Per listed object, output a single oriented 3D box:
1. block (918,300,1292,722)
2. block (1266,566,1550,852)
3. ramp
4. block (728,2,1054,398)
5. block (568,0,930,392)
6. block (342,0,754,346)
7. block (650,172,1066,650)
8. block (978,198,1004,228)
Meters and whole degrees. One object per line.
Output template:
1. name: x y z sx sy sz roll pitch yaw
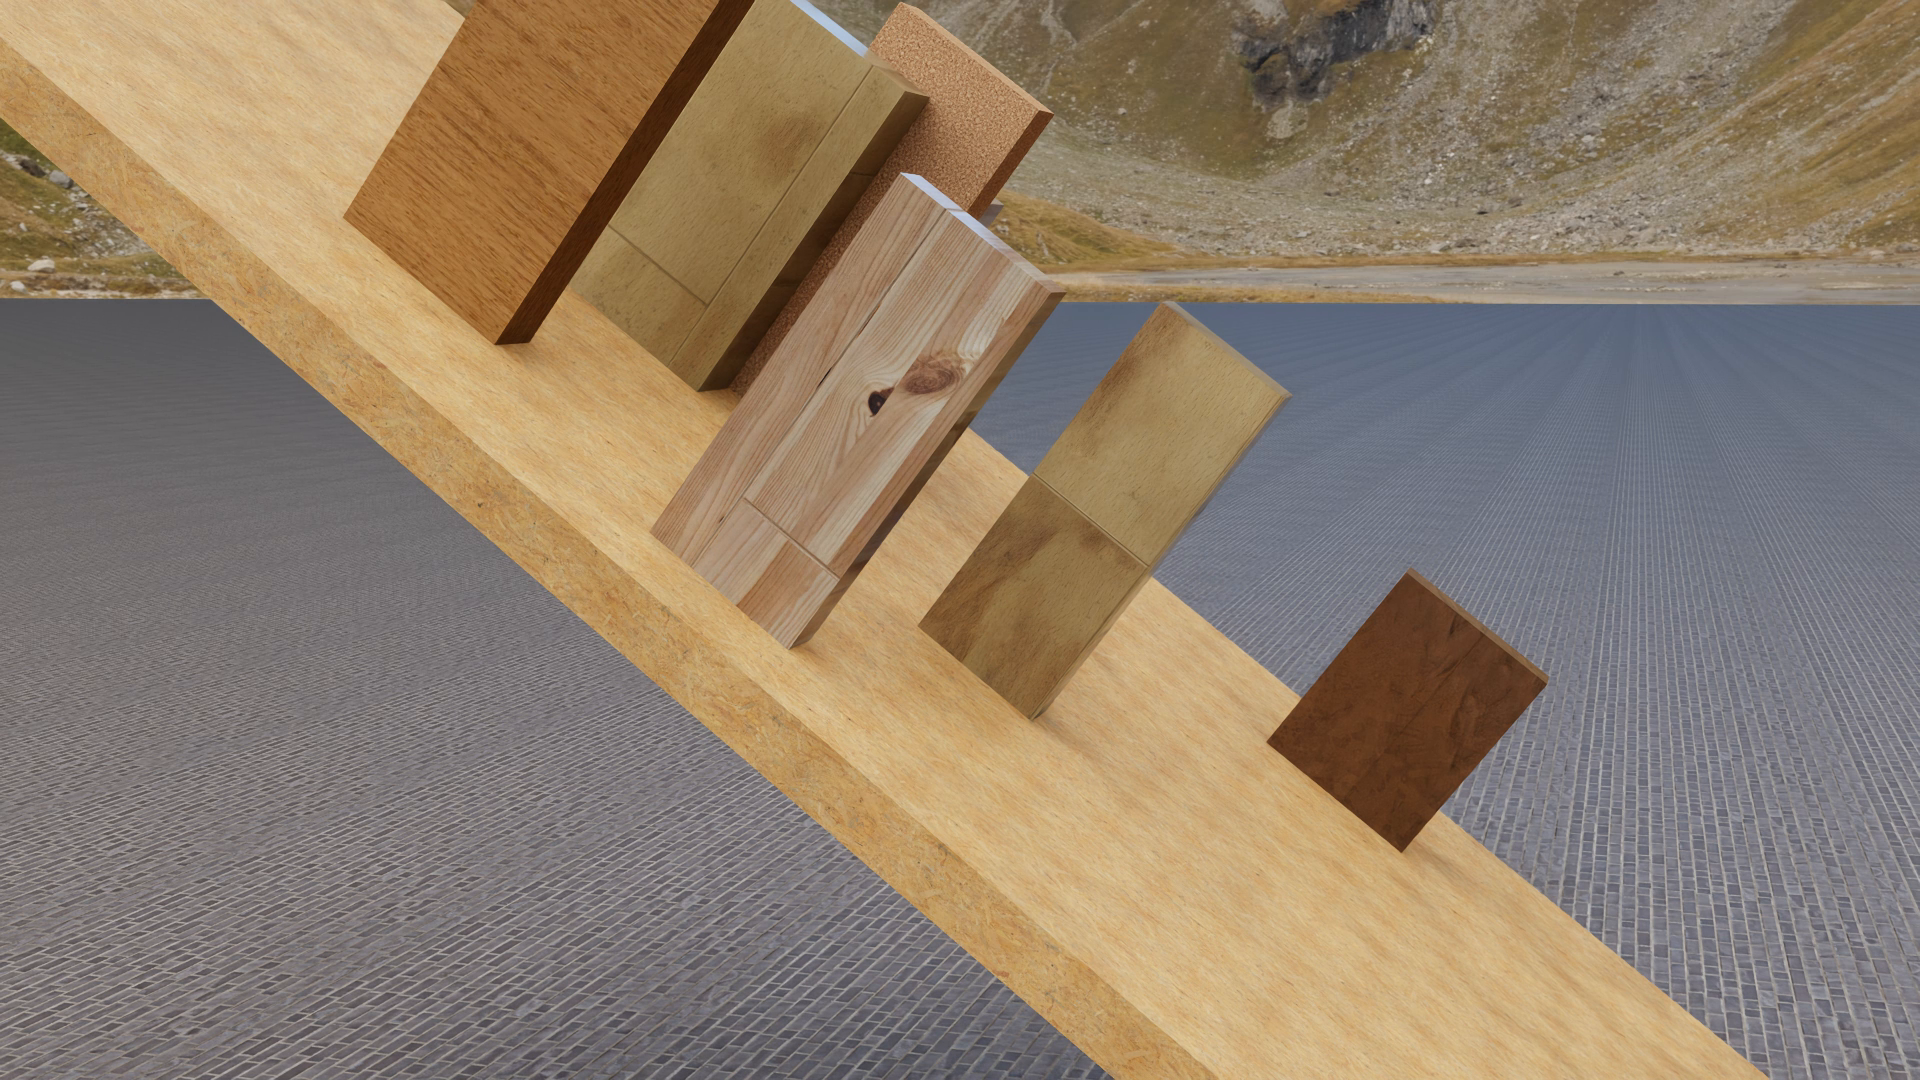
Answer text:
1. block: 0.235 -0.045 3.640 0.252 0.685 0.093 39 16 9
2. block: 0.890 0.338 4.386 0.344 0.447 0.088 39 16 9
3. ramp: -0.047 0.105 4.062 4.000 0.100 2.000 39 16 9
4. block: -0.189 -0.581 4.107 0.328 0.768 0.109 39 16 9
5. block: -0.399 -0.644 4.023 0.346 0.667 0.143 39 16 9
6. block: -0.650 -0.721 3.546 0.343 0.756 0.119 39 16 9
7. block: -0.157 -0.185 3.243 0.280 0.664 0.091 39 16 9
8. block: -0.195 -0.696 5.000 0.388 0.453 0.119 39 16 9
